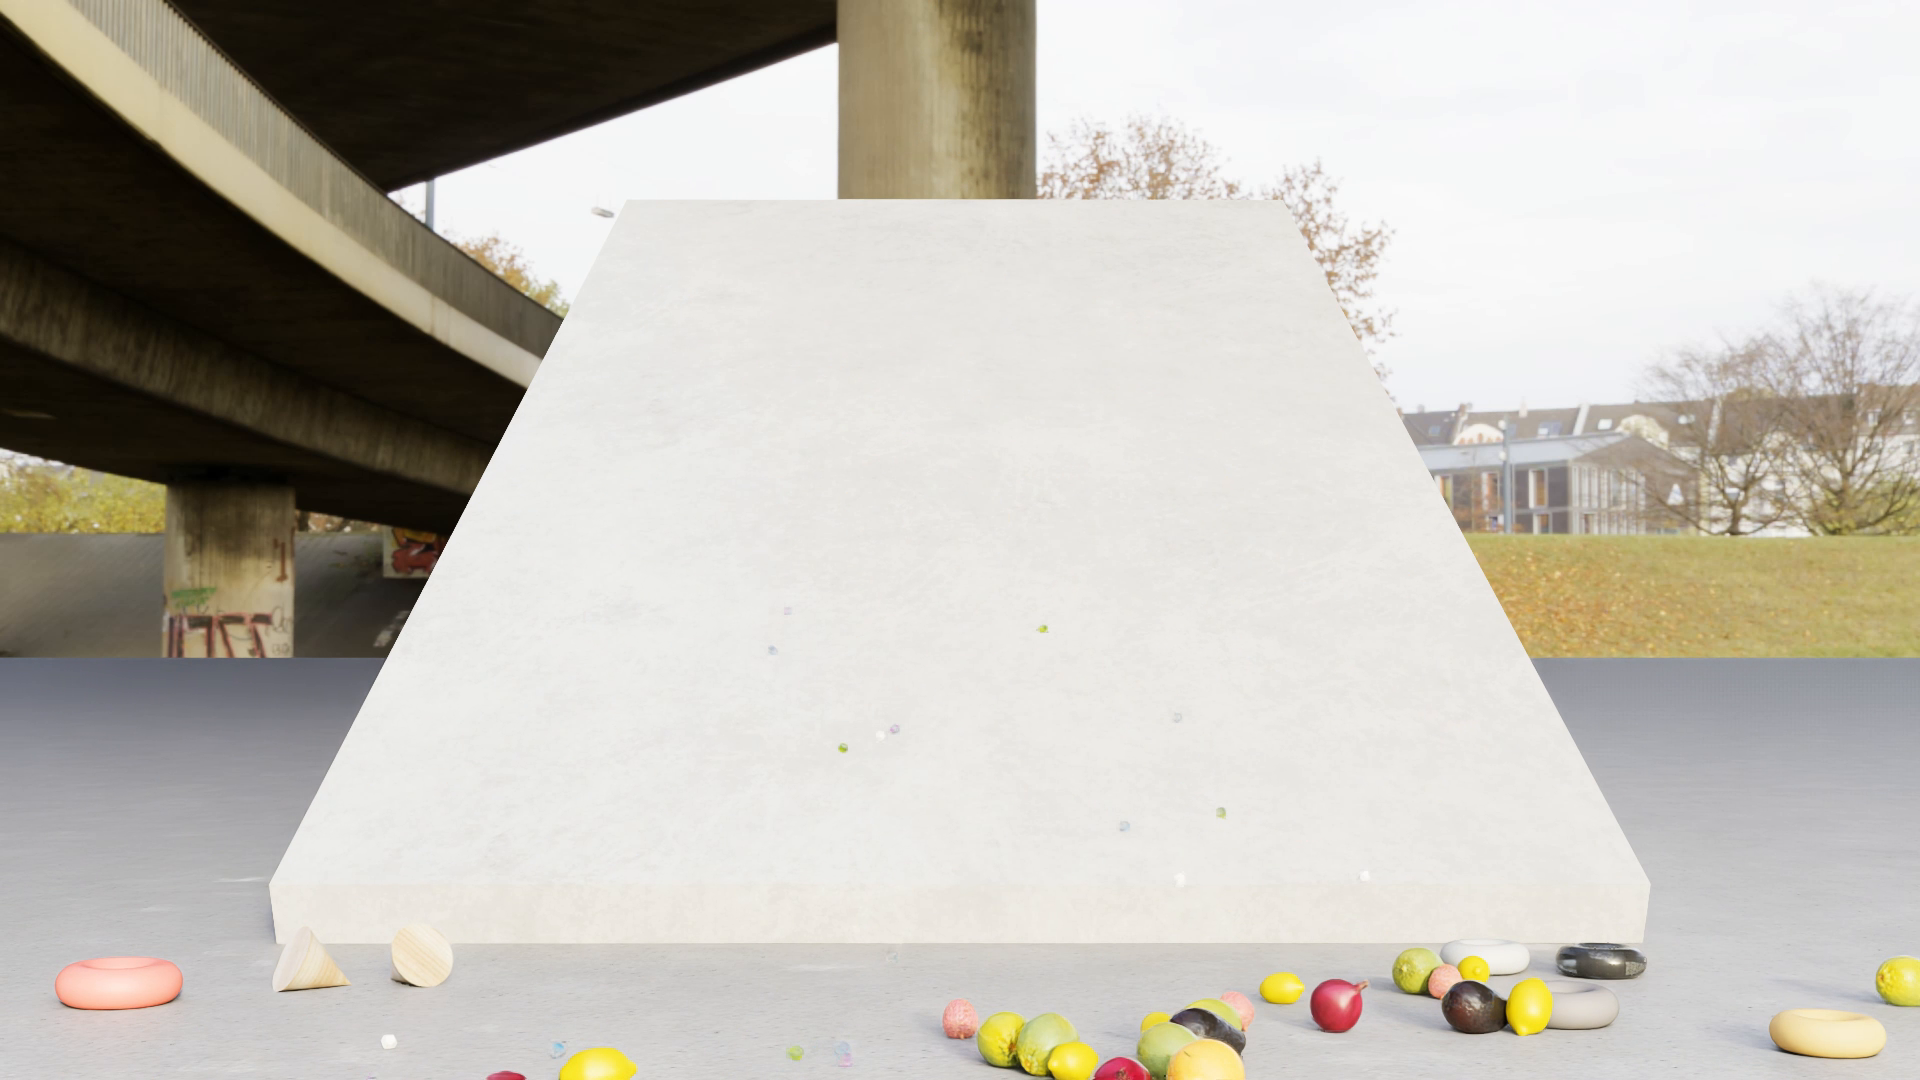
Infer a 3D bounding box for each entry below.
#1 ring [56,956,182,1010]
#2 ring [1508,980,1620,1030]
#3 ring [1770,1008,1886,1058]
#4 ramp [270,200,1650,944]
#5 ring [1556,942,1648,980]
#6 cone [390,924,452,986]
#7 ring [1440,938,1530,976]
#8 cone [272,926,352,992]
[{"bbox_3d":[-1.024,0.540,2.807,0.147,0.049,0.147,1,-2,0],"label":"ring"},{"bbox_3d":[0.695,0.536,2.656,0.125,0.042,0.125,-1,-1,0],"label":"ring"},{"bbox_3d":[0.928,0.528,2.467,0.118,0.039,0.118,1,-3,0],"label":"ring"},{"bbox_3d":[-0.007,-0.224,5.203,2.000,0.100,4.000,0,23,0],"label":"ramp"},{"bbox_3d":[0.847,0.556,3.048,0.118,0.039,0.118,1,-4,0],"label":"ring"},{"bbox_3d":[-0.716,0.553,2.984,0.086,0.086,0.086,3,-30,-44],"label":"cone"},{"bbox_3d":[0.702,0.558,3.085,0.118,0.039,0.118,-1,-4,0],"label":"ring"},{"bbox_3d":[-0.812,0.550,2.935,0.088,0.088,0.088,32,-19,-28],"label":"cone"}]
